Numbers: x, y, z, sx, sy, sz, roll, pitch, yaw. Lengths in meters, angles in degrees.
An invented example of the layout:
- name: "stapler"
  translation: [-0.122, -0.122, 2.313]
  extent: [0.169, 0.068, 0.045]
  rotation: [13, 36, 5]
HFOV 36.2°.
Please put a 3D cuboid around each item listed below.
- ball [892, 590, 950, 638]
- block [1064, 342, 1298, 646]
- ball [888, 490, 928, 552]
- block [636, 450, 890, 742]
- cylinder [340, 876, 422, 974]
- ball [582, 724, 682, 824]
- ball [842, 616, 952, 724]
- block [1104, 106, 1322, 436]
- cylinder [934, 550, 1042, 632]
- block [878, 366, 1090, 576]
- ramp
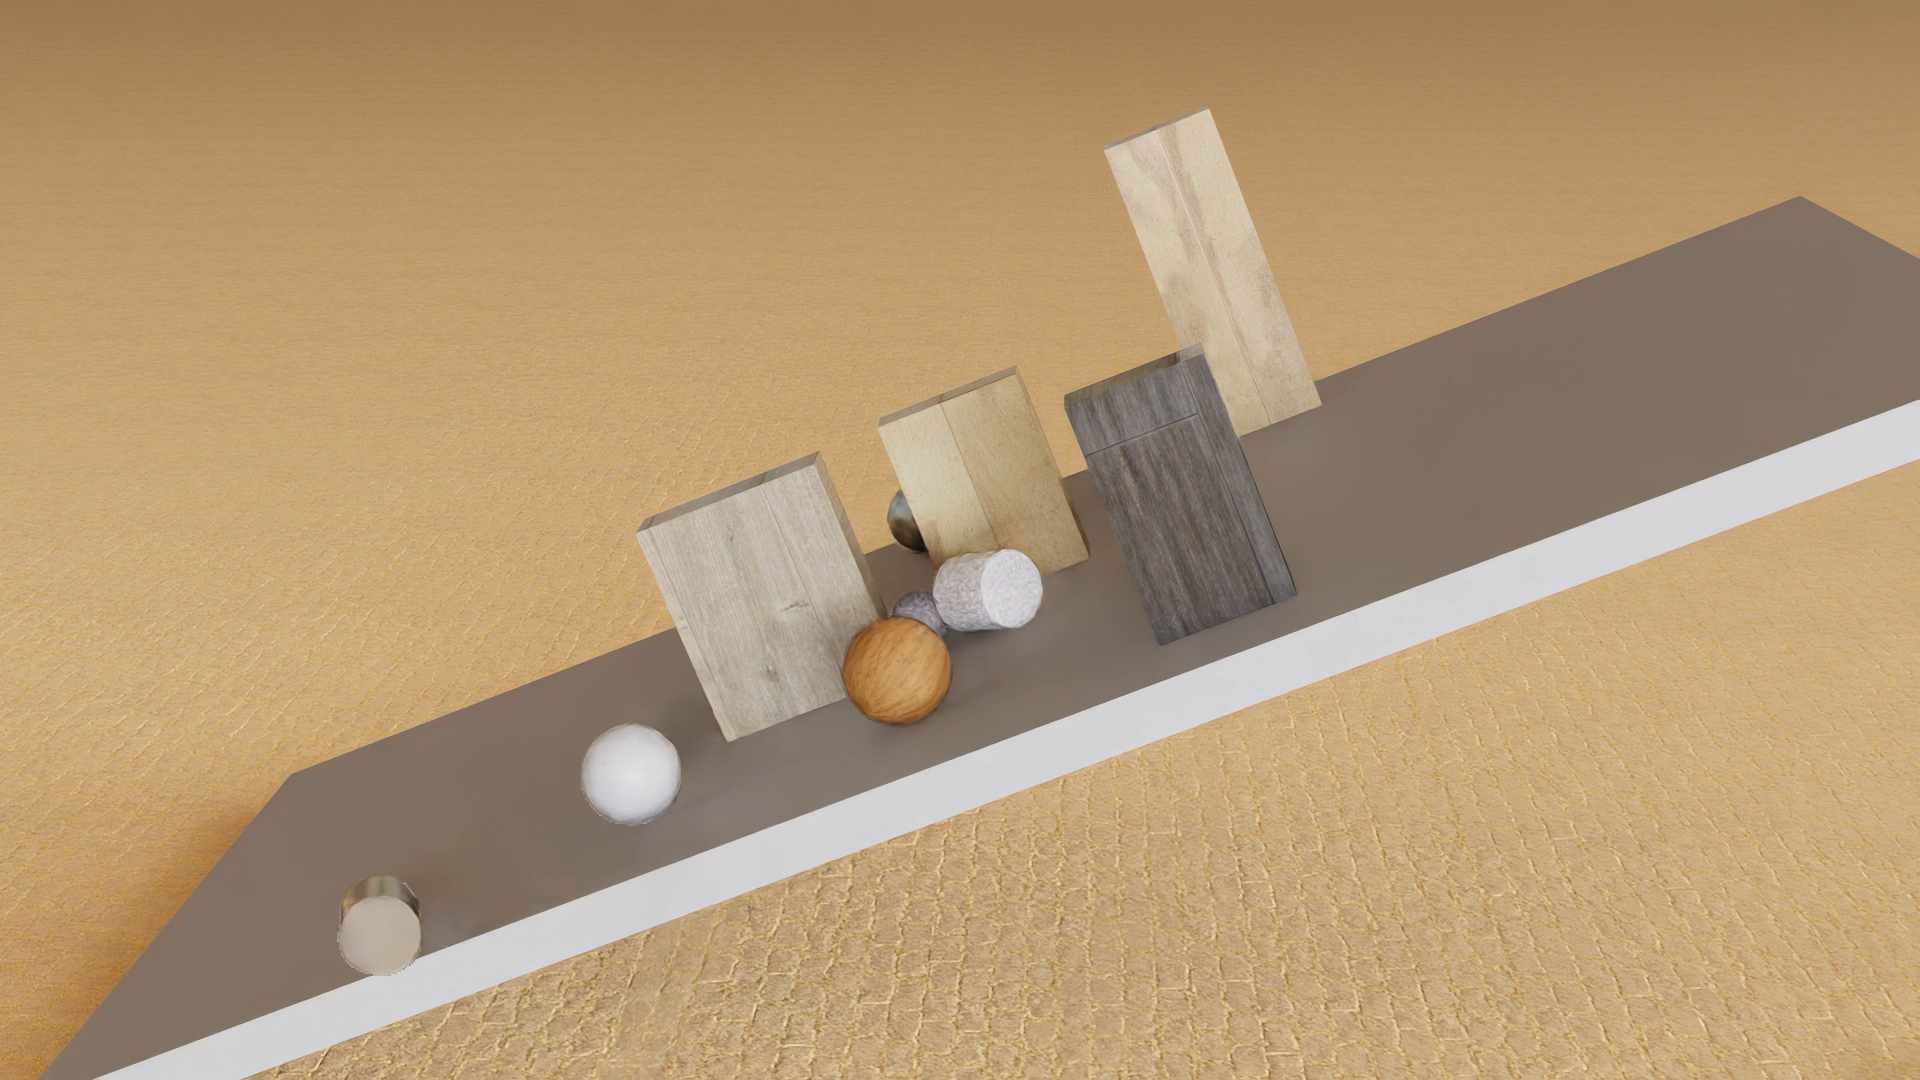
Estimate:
- name: "ball"
  translation: [-0.082, 0.166, 6.158]
  extent: [0.123, 0.123, 0.123]
  rotation: [0, 14, 0]
- name: "block"
  translation: [0.410, -0.084, 5.476]
  extent: [0.272, 0.489, 0.118]
  rotation: [-21, 12, 7]
- name: "ball"
  translation: [-0.092, -0.056, 7.040]
  extent: [0.164, 0.164, 0.164]
  rotation: [0, 14, 0]
- name: "block"
  translation: [-0.385, 0.117, 6.062]
  extent: [0.395, 0.477, 0.130]
  rotation: [-21, 12, 7]
- name: "cylinder"
  translation: [-1.082, 0.717, 5.494]
  extent: [0.148, 0.148, 0.148]
  rotation: [-3, 9, -11]
- name: "ball"
  translation: [-0.639, 0.454, 5.732]
  extent: [0.193, 0.193, 0.193]
  rotation: [0, 14, 0]
- name: "ball"
  translation: [-0.120, 0.251, 5.649]
  extent: [0.209, 0.209, 0.209]
  rotation: [0, 14, 0]
- name: "block"
  translation: [0.591, -0.616, 6.862]
  extent: [0.258, 0.741, 0.092]
  rotation: [-21, 12, 7]
- name: "cylinder"
  translation: [0.057, 0.105, 6.079]
  extent: [0.160, 0.160, 0.160]
  rotation: [-11, 3, -38]
- name: "block"
  translation: [0.054, -0.114, 6.379]
  extent: [0.320, 0.434, 0.112]
  rotation: [-21, 12, 7]
- name: "ramp"
  translation: [0.124, 0.173, 6.290]
  extent: [4.000, 0.100, 2.000]
  rotation: [-21, 12, 7]
